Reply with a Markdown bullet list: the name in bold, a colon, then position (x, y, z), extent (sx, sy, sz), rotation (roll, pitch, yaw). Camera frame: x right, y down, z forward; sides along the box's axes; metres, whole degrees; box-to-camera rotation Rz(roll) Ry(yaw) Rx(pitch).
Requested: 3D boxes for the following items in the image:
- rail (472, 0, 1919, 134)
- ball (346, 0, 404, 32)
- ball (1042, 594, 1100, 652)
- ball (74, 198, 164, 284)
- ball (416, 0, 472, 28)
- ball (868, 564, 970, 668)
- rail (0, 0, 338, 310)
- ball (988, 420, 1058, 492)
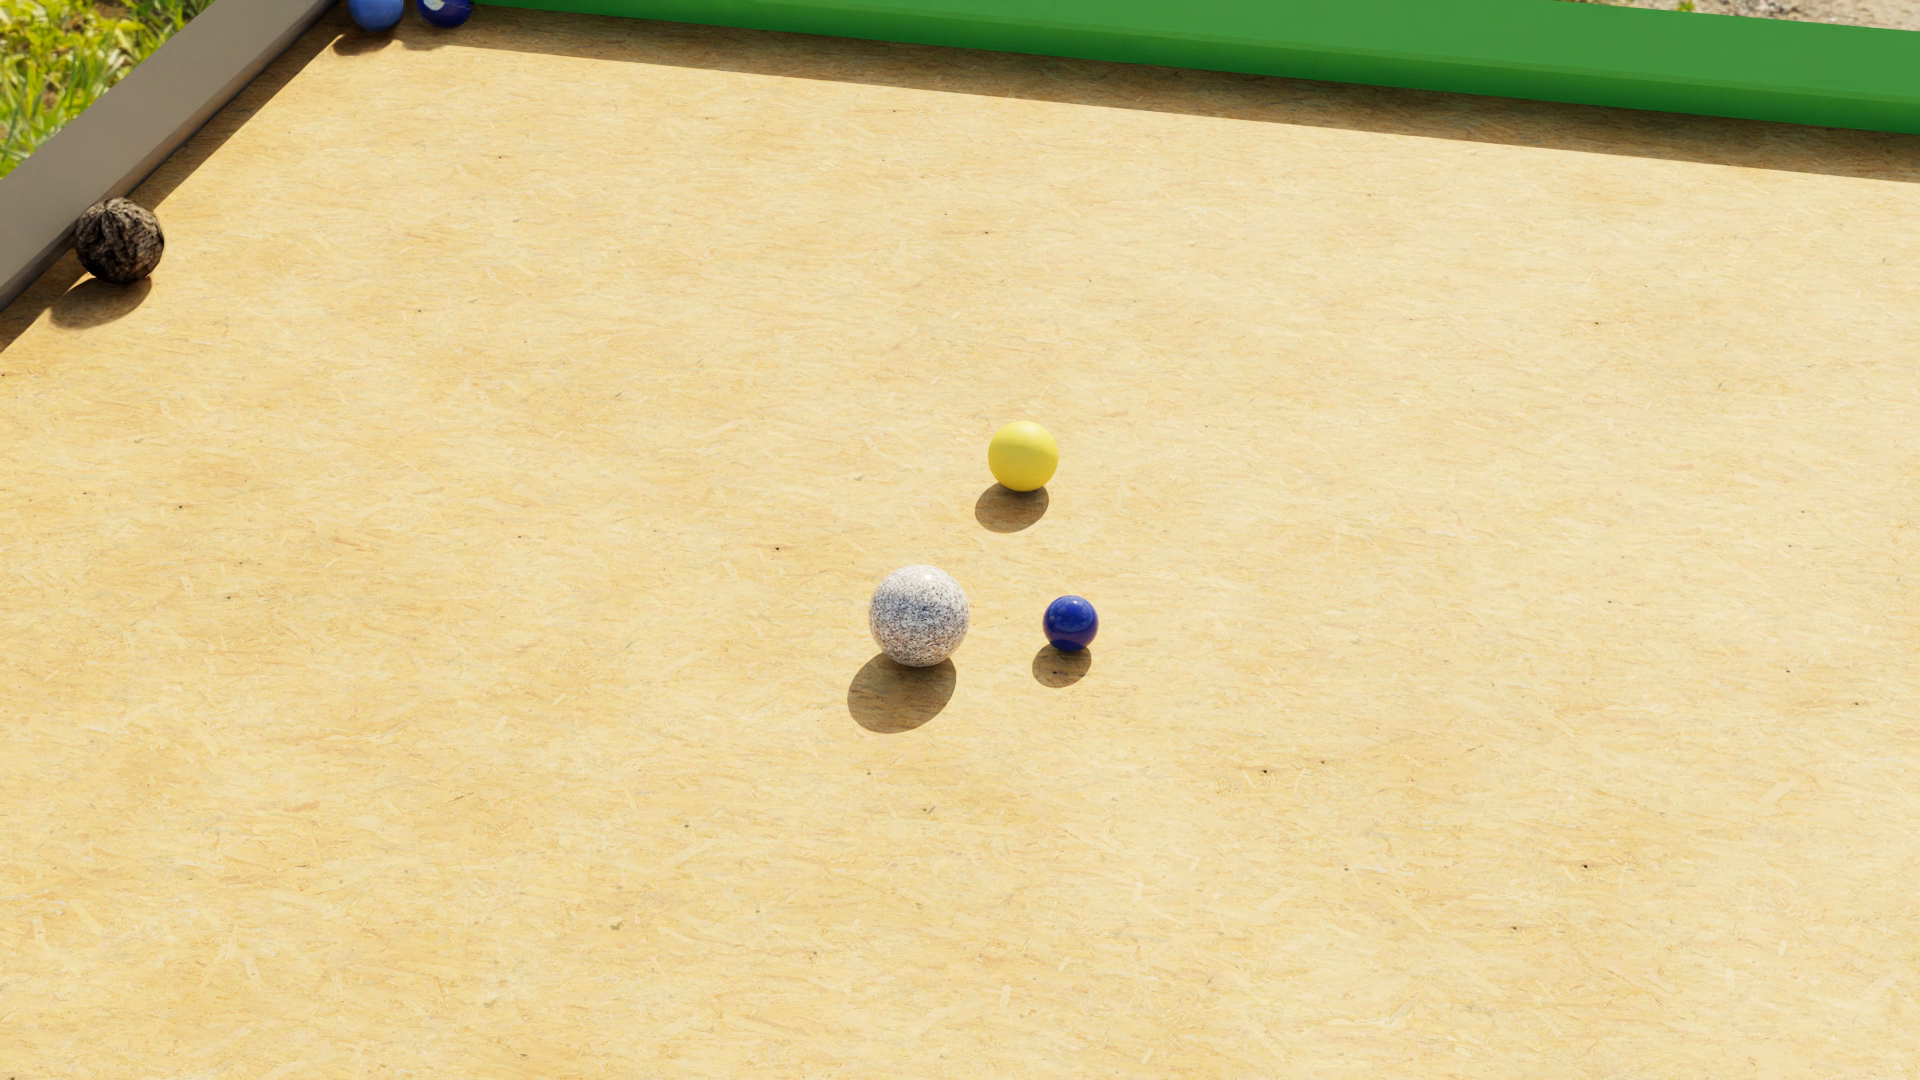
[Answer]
- **rail**: position (1.119, -0.427, 2.532), extent (3.730, 0.108, 0.045), rotation (7, 35, 10)
- **ball**: position (-0.641, -0.588, 2.812), extent (0.061, 0.061, 0.061), rotation (0, 34, 0)
- **ball**: position (0.081, 0.061, 1.876), extent (0.042, 0.042, 0.042), rotation (0, 34, 0)
- **ball**: position (-0.764, -0.271, 2.332), extent (0.078, 0.078, 0.078), rotation (0, 34, 0)
- **ball**: position (-0.568, -0.593, 2.821), extent (0.060, 0.060, 0.060), rotation (0, 34, 0)
- **ball**: position (-0.030, 0.055, 1.856), extent (0.075, 0.075, 0.075), rotation (0, 34, 0)
- **rail**: position (-0.887, -0.130, 2.096), extent (0.045, 0.108, 1.956), rotation (7, 35, 10)
- **ball**: position (0.051, -0.067, 2.050), extent (0.057, 0.057, 0.057), rotation (0, 34, 0)
